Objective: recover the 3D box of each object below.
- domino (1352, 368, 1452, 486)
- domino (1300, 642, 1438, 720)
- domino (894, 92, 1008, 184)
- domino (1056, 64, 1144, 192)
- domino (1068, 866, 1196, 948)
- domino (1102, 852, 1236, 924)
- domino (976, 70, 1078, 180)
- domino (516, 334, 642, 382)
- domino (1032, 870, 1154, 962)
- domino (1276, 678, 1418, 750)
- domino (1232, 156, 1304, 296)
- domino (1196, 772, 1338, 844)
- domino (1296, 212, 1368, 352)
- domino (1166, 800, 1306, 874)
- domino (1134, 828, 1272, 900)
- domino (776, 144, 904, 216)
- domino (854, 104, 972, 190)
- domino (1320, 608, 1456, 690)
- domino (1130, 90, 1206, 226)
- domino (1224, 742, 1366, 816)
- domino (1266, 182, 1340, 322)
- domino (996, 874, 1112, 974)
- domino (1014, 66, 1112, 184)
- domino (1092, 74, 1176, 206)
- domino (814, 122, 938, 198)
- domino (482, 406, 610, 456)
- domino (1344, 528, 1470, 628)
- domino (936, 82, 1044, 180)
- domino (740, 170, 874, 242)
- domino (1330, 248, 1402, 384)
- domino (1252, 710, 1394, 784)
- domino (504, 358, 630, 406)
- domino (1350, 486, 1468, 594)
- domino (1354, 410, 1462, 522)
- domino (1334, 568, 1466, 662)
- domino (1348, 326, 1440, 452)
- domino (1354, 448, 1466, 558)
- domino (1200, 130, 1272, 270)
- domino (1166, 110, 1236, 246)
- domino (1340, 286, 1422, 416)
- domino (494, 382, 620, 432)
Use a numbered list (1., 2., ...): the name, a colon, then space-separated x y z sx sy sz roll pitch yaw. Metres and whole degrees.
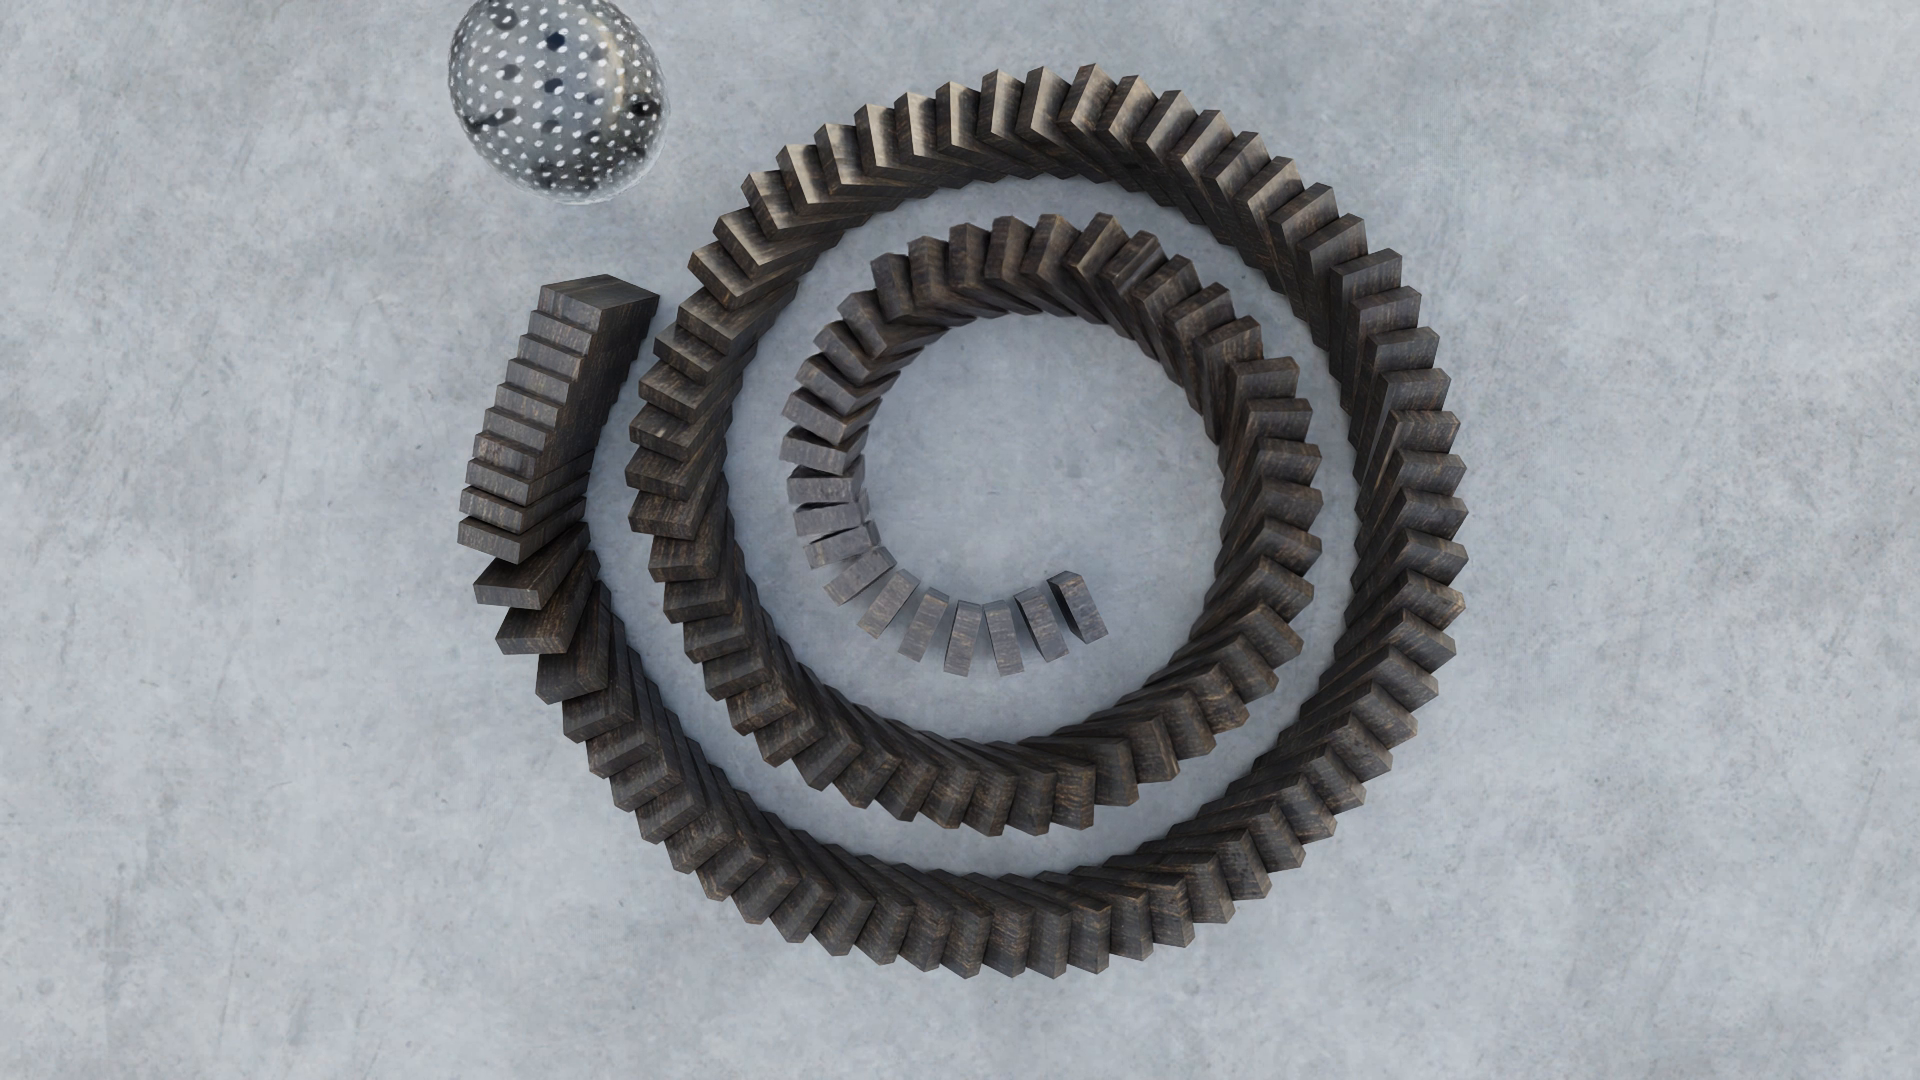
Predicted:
1. domino: 0.183 -0.046 0.381 0.025 0.010 0.050 -4 129 0
2. domino: 0.169 0.067 0.381 0.025 0.010 0.050 37 129 -1
3. domino: -0.003 -0.166 0.381 0.050 0.010 0.025 -6 90 -39
4. domino: 0.064 -0.170 0.380 0.050 0.010 0.025 24 89 -39
5. domino: 0.070 0.151 0.381 0.050 0.010 0.025 -10 90 39
6. domino: 0.086 0.145 0.381 0.050 0.010 0.025 -18 90 39
7. domino: 0.030 -0.171 0.381 0.050 0.009 0.025 6 90 -39
8. domino: -0.155 -0.079 0.375 0.025 0.050 0.009 22 113 0
9. domino: 0.055 0.155 0.381 0.050 0.010 0.025 -5 90 39
10. domino: 0.160 0.081 0.381 0.025 0.010 0.050 43 129 0
11. domino: 0.134 -0.130 0.381 0.025 0.009 0.050 -43 128 0
12. domino: 0.127 0.116 0.381 0.050 0.010 0.025 -35 90 38
13. domino: 0.157 -0.106 0.380 0.025 0.009 0.050 -31 130 0
14. domino: 0.114 0.127 0.381 0.050 0.009 0.025 -30 90 38
15. domino: 0.100 0.137 0.381 0.050 0.010 0.025 -24 90 39
16. domino: -0.049 -0.150 0.380 0.050 0.010 0.025 -20 89 -39
17. domino: -0.019 -0.163 0.381 0.050 0.009 0.025 -10 90 -39
18. domino: 0.176 0.052 0.380 0.025 0.009 0.050 32 129 -1
19. domino: 0.094 -0.158 0.381 0.050 0.009 0.025 35 90 -39
20. domino: 0.139 0.105 0.381 0.025 0.010 0.050 51 128 0
21. domino: 0.146 -0.119 0.381 0.025 0.010 0.050 -36 129 0
22. domino: 0.038 0.158 0.381 0.050 0.009 0.025 2 90 38
23. domino: 0.046 -0.171 0.380 0.050 0.010 0.025 12 90 -40
24. domino: 0.079 -0.165 0.381 0.050 0.010 0.025 29 89 -39
25. domino: -0.034 -0.157 0.381 0.050 0.009 0.025 -15 90 -39
26. domino: -0.168 -0.050 0.375 0.025 0.050 0.010 22 113 0
27. domino: 0.184 0.020 0.381 0.025 0.009 0.050 17 129 0
28. domino: 0.013 -0.169 0.381 0.050 0.009 0.025 -2 90 -39
29. domino: -0.063 -0.141 0.380 0.050 0.010 0.025 -27 89 -39
30. domino: 0.168 -0.092 0.380 0.025 0.010 0.050 -19 129 0
31. domino: 0.149 0.093 0.381 0.025 0.009 0.050 47 129 0
32. domino: -0.159 -0.069 0.375 0.025 0.050 0.009 22 113 0
33. domino: 0.186 0.003 0.381 0.025 0.010 0.050 11 128 0
34. domino: 0.185 -0.030 0.381 0.025 0.010 0.050 1 129 0
35. domino: 0.181 0.036 0.380 0.025 0.010 0.050 24 129 0
36. domino: 0.179 -0.062 0.381 0.025 0.009 0.050 -8 129 -1
37. domino: 0.186 -0.013 0.381 0.025 0.010 0.050 6 128 0
38. domino: 0.121 -0.140 0.381 0.025 0.010 0.050 -47 129 0
39. domino: 0.108 -0.149 0.381 0.025 0.009 0.050 -51 129 0
40. domino: 0.174 -0.078 0.380 0.025 0.010 0.050 -15 129 -1
41. domino: -0.163 -0.060 0.375 0.025 0.050 0.009 22 113 0
